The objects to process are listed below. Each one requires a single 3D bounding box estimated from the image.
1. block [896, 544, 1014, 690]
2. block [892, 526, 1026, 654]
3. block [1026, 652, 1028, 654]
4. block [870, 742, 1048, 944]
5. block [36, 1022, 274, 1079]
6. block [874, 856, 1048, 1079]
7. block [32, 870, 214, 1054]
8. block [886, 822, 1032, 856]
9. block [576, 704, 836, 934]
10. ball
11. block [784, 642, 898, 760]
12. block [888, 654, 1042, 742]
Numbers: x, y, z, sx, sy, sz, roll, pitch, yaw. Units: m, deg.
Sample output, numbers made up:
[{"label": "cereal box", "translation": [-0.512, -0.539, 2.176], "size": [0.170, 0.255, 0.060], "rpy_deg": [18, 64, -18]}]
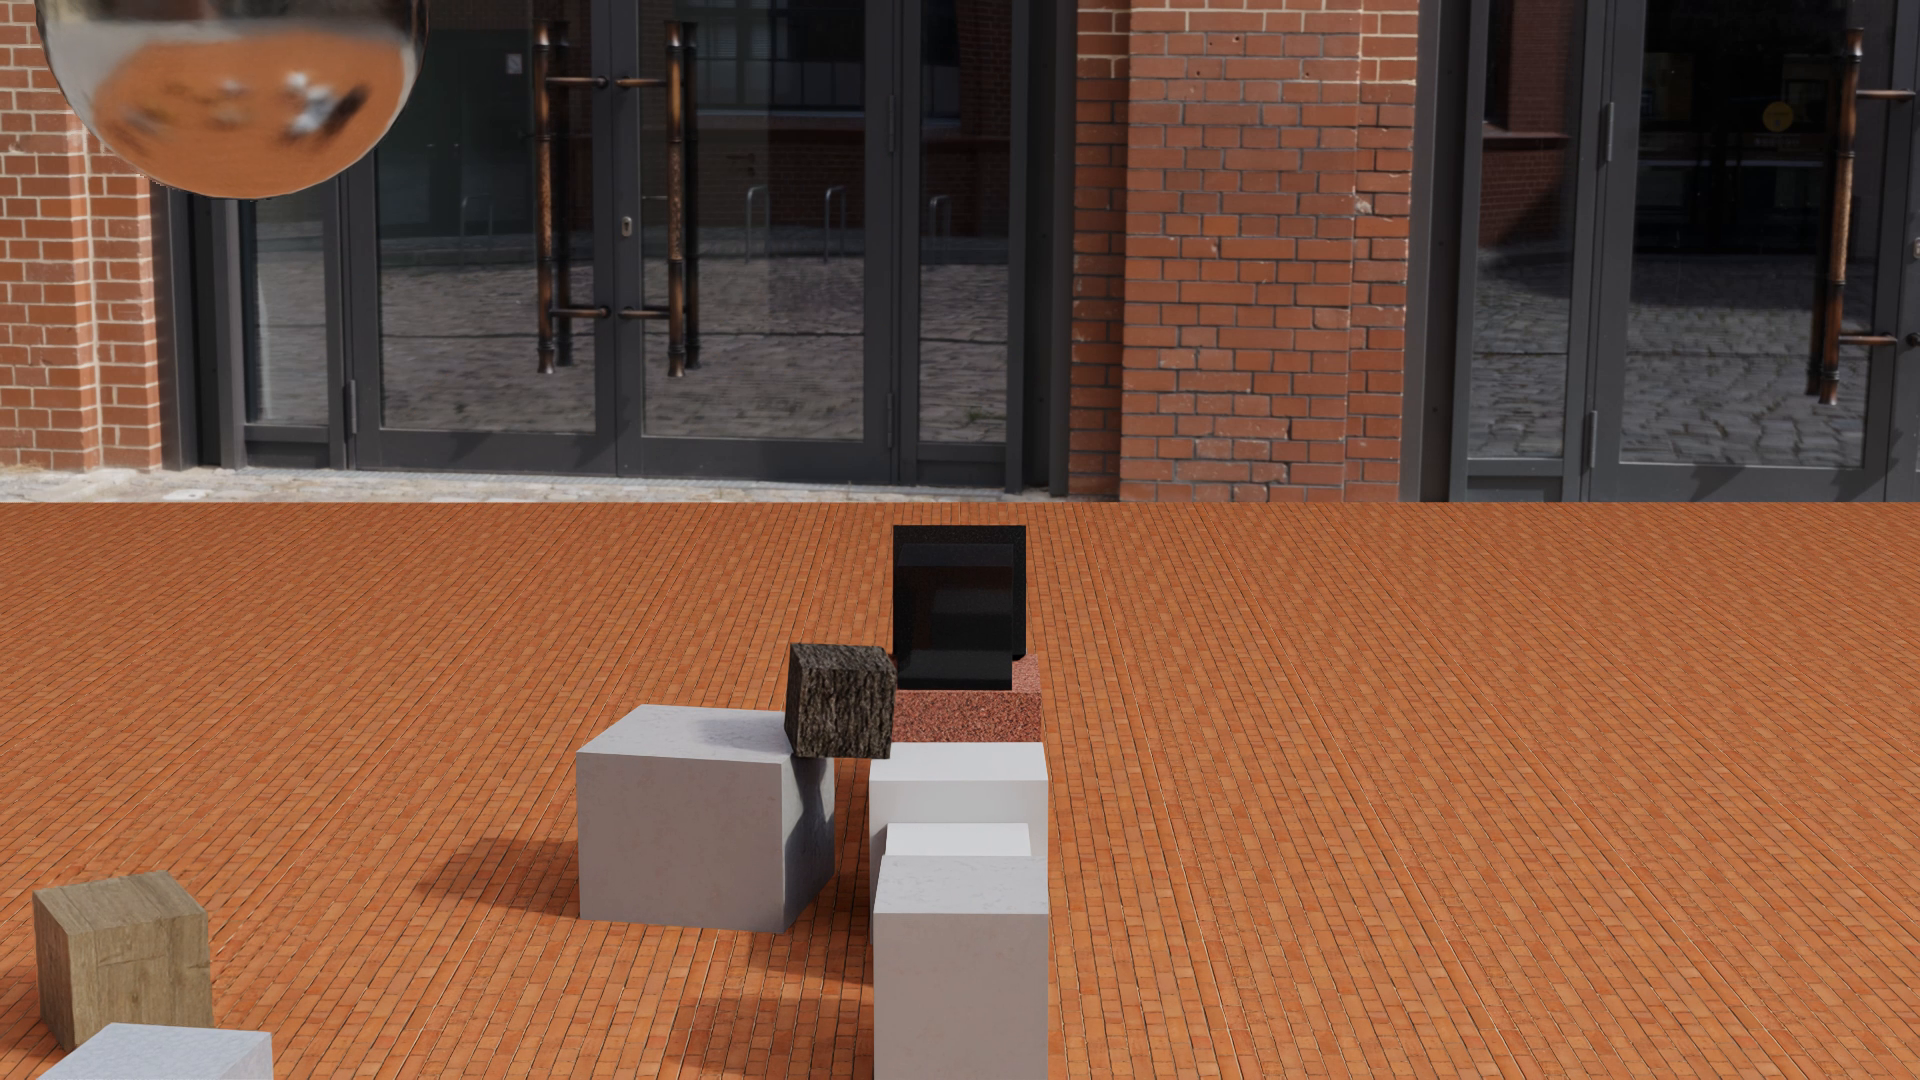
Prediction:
[{"label": "block", "translation": [-0.016, 0.346, 11.727], "size": [0.513, 0.568, 0.555], "rpy_deg": [0, 10, 2]}, {"label": "block", "translation": [0.002, 0.244, 12.349], "size": [0.626, 0.608, 0.580], "rpy_deg": [0, -2, 1]}, {"label": "block", "translation": [0.005, 0.918, 12.586], "size": [0.651, 0.691, 0.572], "rpy_deg": [0, 10, 0]}, {"label": "block", "translation": [-0.007, 1.258, 10.711], "size": [0.723, 0.693, 0.595], "rpy_deg": [0, 10, 0]}, {"label": "block", "translation": [-2.509, 1.855, 7.984], "size": [0.544, 0.494, 0.575], "rpy_deg": [2, 10, 9]}, {"label": "block", "translation": [0.009, 1.550, 9.146], "size": [0.600, 0.678, 0.658], "rpy_deg": [0, 10, 1]}, {"label": "block", "translation": [-3.104, 1.576, 9.511], "size": [0.491, 0.496, 0.590], "rpy_deg": [-6, 12, -31]}, {"label": "block", "translation": [-0.008, 1.445, 10.177], "size": [0.566, 0.515, 0.513], "rpy_deg": [0, 10, 0]}, {"label": "block", "translation": [-1.076, 1.181, 11.037], "size": [0.887, 0.727, 0.839], "rpy_deg": [2, 11, 12]}, {"label": "ball", "translation": [-3.038, -2.237, 10.774], "size": [1.600, 1.600, 1.600], "rpy_deg": [0, 10, 0]}, {"label": "block", "translation": [-0.507, 0.675, 10.797], "size": [0.395, 0.378, 0.416], "rpy_deg": [3, 12, -11]}, {"label": "block", "translation": [-0.009, 0.996, 11.914], "size": [0.752, 0.778, 0.770], "rpy_deg": [0, 10, 0]}]
